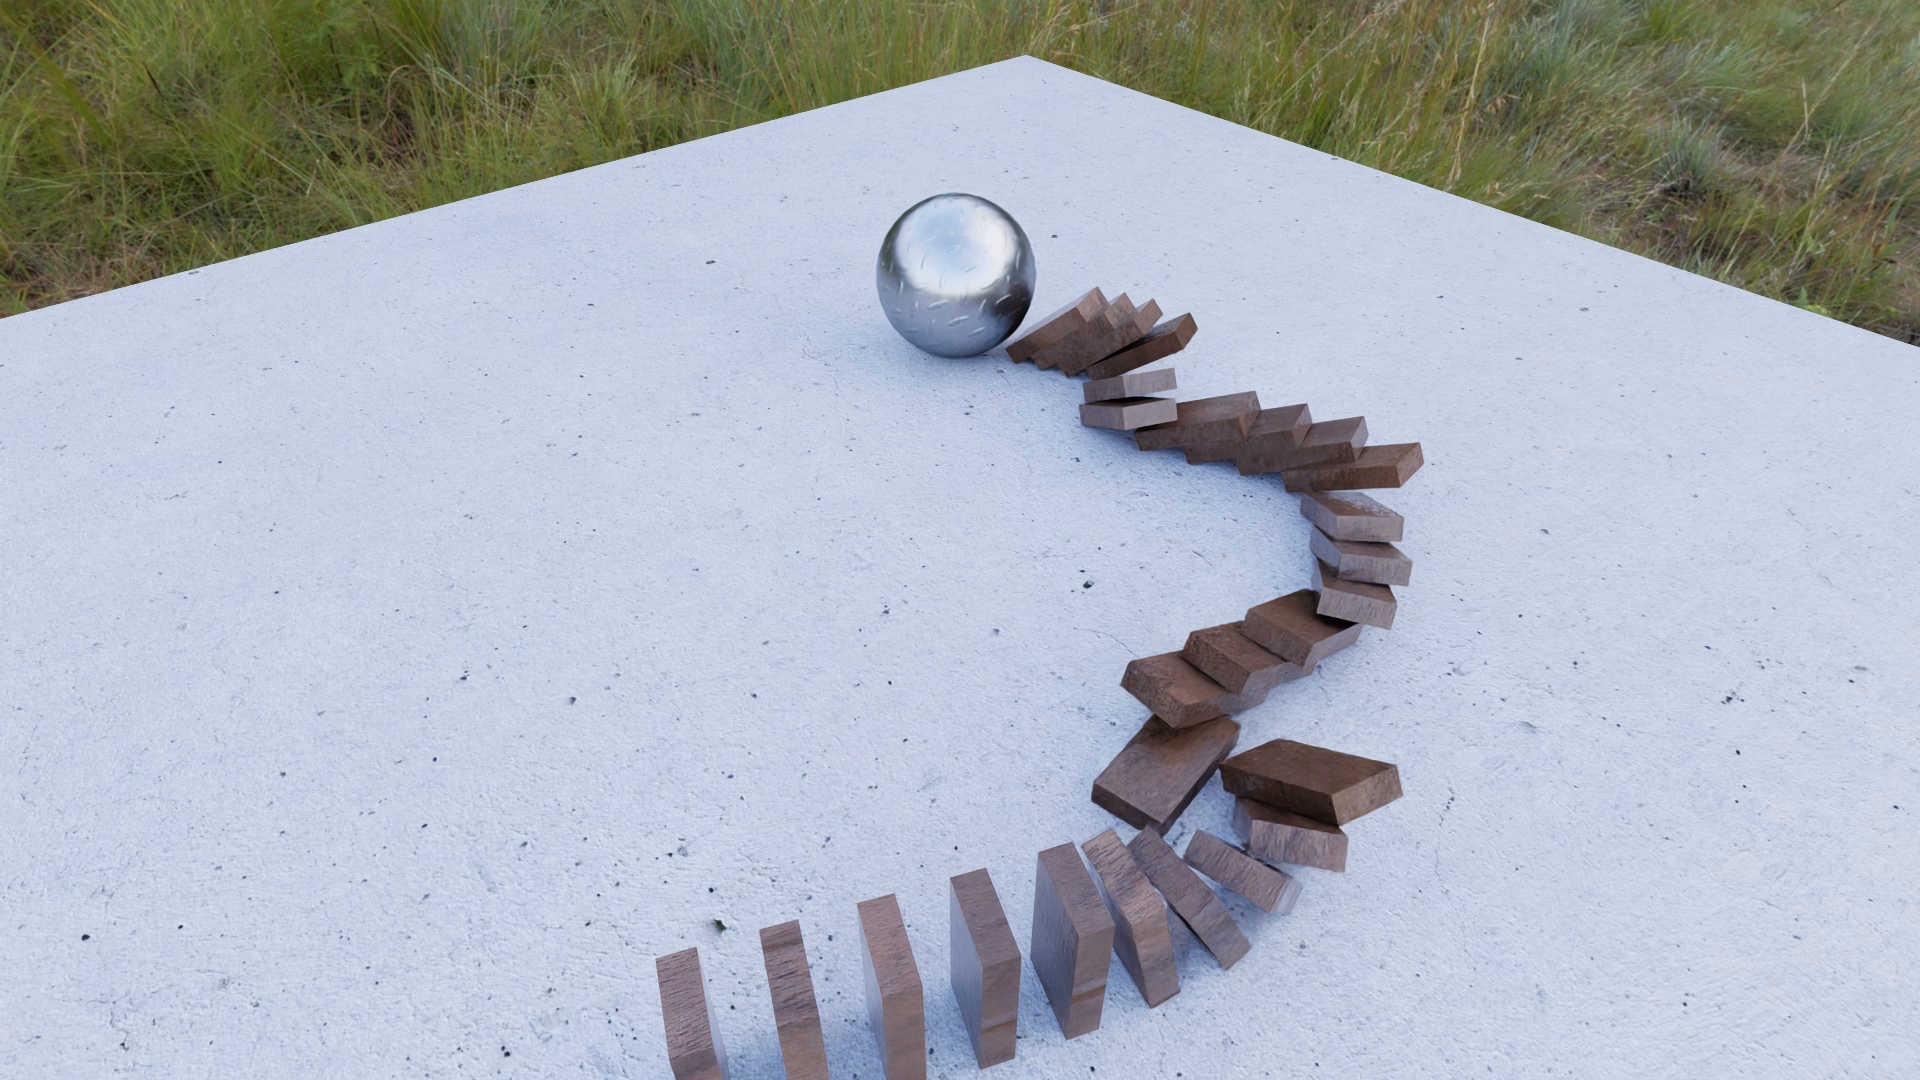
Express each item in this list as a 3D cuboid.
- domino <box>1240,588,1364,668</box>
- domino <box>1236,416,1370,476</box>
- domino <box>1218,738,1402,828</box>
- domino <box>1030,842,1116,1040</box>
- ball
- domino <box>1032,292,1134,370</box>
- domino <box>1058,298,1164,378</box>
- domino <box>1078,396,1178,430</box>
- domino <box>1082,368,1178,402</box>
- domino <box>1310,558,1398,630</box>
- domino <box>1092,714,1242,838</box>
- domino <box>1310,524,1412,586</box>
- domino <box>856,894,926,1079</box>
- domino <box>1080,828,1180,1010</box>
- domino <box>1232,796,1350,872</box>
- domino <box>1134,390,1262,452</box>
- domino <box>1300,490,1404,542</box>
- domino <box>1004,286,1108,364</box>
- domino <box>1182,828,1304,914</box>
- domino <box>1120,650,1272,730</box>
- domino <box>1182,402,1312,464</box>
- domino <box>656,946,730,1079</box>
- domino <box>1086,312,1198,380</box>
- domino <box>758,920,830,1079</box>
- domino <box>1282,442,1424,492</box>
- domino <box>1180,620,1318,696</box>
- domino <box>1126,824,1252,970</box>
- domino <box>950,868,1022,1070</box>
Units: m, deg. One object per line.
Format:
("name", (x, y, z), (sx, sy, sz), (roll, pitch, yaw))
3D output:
("domino", (0.123, 0.030, 0.391), (0.025, 0.009, 0.050), (31, 25, 32))
("domino", (0.148, -0.040, 0.475), (0.050, 0.009, 0.025), (-6, 27, 37))
("domino", (0.105, 0.072, 0.333), (0.025, 0.010, 0.050), (-16, 6, -24))
("domino", (0.028, 0.104, 0.284), (0.009, 0.050, 0.025), (-13, 41, -15))
("ball", (-0.002, -0.131, 0.548), (0.080, 0.080, 0.080), (0, 39, 0))
("domino", (0.061, -0.103, 0.545), (0.050, 0.010, 0.025), (-24, 18, 45))
("domino", (0.073, -0.099, 0.540), (0.050, 0.009, 0.025), (-24, 18, 44))
("domino", (0.075, -0.058, 0.496), (0.025, 0.010, 0.050), (-12, 11, -14))
("domino", (0.078, -0.072, 0.511), (0.025, 0.010, 0.050), (-11, 7, -13))
("domino", (0.143, 0.019, 0.403), (0.025, 0.010, 0.050), (13, 14, 13))
("domino", (0.067, 0.072, 0.356), (0.025, 0.009, 0.050), (27, 47, 29))
("domino", (0.152, 0.005, 0.420), (0.025, 0.010, 0.050), (7, 14, 4))
("domino", (-0.017, 0.114, 0.273), (0.009, 0.050, 0.025), (-11, 41, -13))
("domino", (0.045, 0.100, 0.289), (0.009, 0.050, 0.025), (-26, 44, -9))
("domino", (0.093, 0.084, 0.316), (0.025, 0.010, 0.050), (8, -5, 10))
("domino", (0.106, -0.053, 0.492), (0.050, 0.010, 0.025), (-5, 31, 38))
("domino", (0.155, -0.010, 0.439), (0.025, 0.009, 0.050), (1, 13, 2))
("domino", (0.048, -0.107, 0.550), (0.050, 0.010, 0.025), (-23, 18, 45))
("domino", (0.079, 0.092, 0.303), (0.025, 0.050, 0.009), (25, 83, 28))
("domino", (0.080, 0.048, 0.370), (0.050, 0.010, 0.025), (-5, 32, -42))
("domino", (0.126, -0.047, 0.483), (0.050, 0.010, 0.025), (-5, 29, 37))
("domino", (-0.062, 0.123, 0.262), (0.009, 0.050, 0.025), (-12, 41, -14))
("domino", (0.088, -0.093, 0.534), (0.050, 0.010, 0.025), (-18, 22, 38))
("domino", (-0.039, 0.118, 0.267), (0.009, 0.050, 0.025), (-11, 41, -13))
("domino", (0.164, -0.030, 0.462), (0.050, 0.009, 0.025), (-1, 25, 46))
("domino", (0.101, 0.039, 0.380), (0.050, 0.009, 0.025), (-5, 33, -45))
("domino", (0.061, 0.097, 0.295), (0.010, 0.050, 0.025), (-42, 50, -5))
("domino", (0.006, 0.109, 0.278), (0.009, 0.050, 0.025), (-12, 41, -14))
